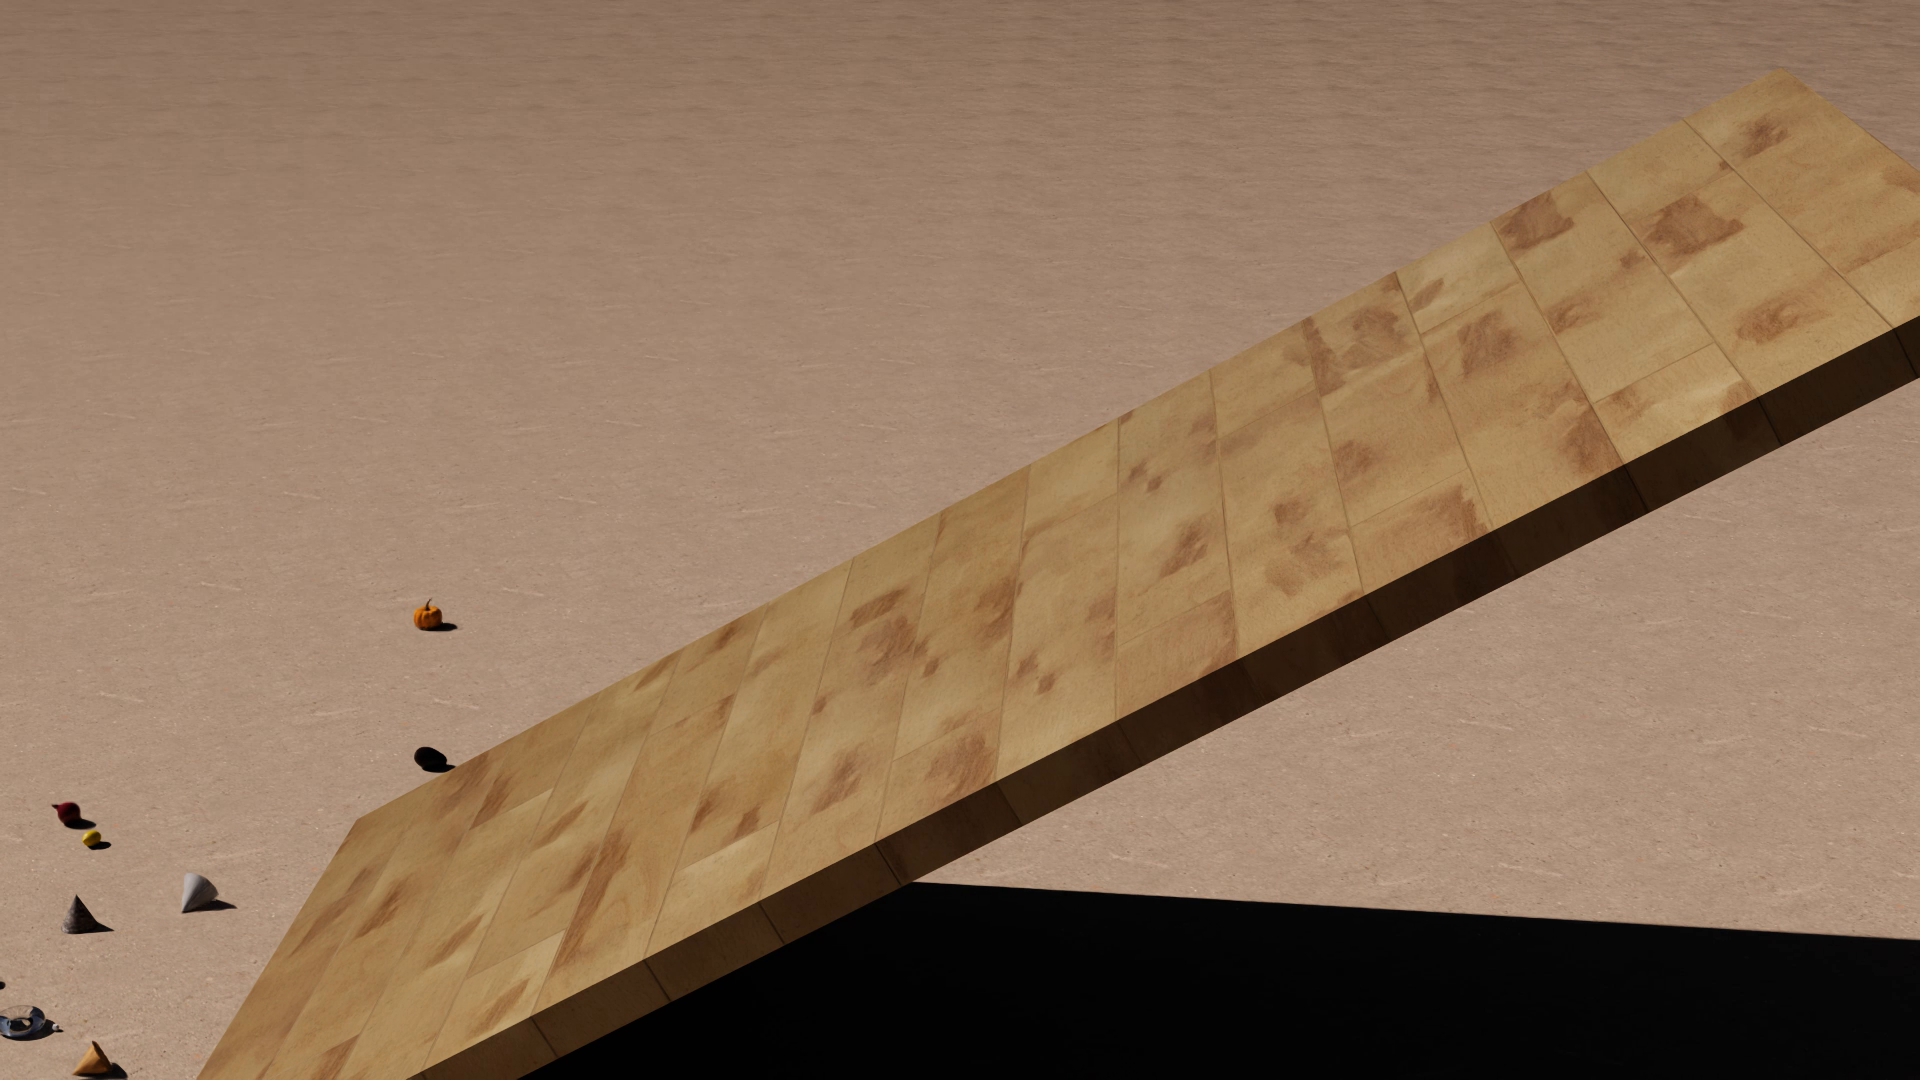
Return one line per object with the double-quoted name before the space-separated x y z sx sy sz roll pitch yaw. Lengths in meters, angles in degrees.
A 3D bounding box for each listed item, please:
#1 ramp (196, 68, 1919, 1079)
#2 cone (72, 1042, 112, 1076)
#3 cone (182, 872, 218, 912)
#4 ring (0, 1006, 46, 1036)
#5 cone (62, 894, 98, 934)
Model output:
"ramp" 0.142 0.167 6.284 4.000 0.100 2.000 -28 15 12
"cone" -1.932 1.164 6.508 0.078 0.078 0.078 -32 25 -8
"cone" -1.912 0.894 7.314 0.093 0.093 0.093 8 47 23
"ring" -2.144 1.097 6.708 0.113 0.038 0.113 1 17 0
"cone" -2.160 0.907 7.203 0.088 0.088 0.088 0 18 0
